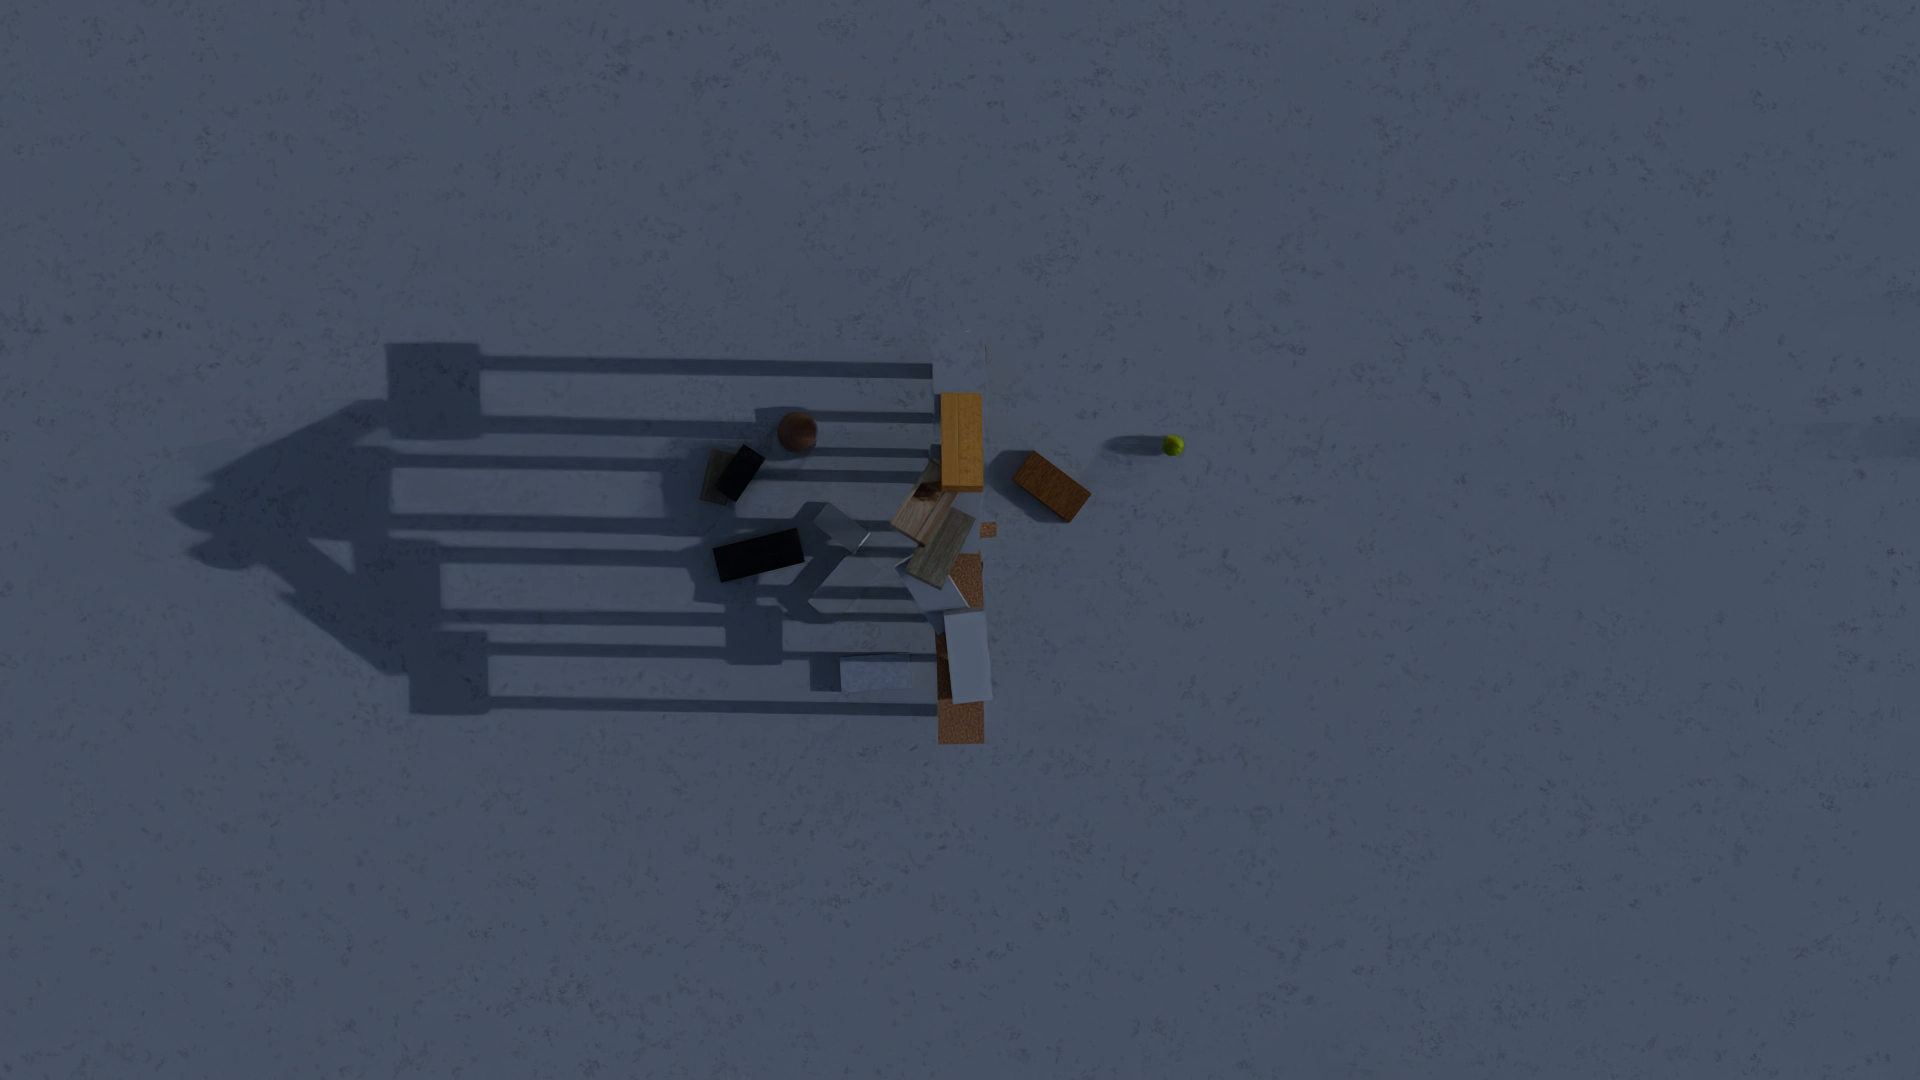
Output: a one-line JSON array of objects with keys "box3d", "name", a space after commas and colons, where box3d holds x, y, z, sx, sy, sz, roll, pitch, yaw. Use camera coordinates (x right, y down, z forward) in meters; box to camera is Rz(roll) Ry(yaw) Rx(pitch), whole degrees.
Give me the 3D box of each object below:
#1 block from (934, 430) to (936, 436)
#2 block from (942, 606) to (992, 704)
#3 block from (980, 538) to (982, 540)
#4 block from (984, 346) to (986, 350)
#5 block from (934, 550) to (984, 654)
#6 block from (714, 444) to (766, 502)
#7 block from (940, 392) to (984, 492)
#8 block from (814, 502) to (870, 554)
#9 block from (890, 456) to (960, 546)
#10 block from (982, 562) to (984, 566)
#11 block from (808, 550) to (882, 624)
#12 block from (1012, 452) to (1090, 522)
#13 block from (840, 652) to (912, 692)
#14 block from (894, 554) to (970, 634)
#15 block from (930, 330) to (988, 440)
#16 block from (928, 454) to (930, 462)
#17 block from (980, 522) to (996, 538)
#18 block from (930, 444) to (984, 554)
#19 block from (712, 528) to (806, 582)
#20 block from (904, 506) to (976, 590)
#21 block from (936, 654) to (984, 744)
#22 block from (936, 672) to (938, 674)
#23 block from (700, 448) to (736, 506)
[{"box3d": [0.000, -0.356, 5.144, 0.160, 0.320, 0.045, -3, 88, 0], "name": "block"}, {"box3d": [0.024, 0.342, 4.885, 0.120, 0.034, 0.292, -7, 112, -3], "name": "block"}, {"box3d": [0.000, -0.123, 5.232, 0.125, 0.035, 0.250, -3, 90, 0], "name": "block"}, {"box3d": [0.001, -0.562, 5.243, 0.160, 0.515, 0.045, -2, 90, 0], "name": "block"}, {"box3d": [-0.005, 0.184, 4.926, 0.151, 0.043, 0.302, -4, 90, 0], "name": "block"}, {"box3d": [-0.731, -0.223, 5.469, 0.087, 0.025, 0.175, 35, 84, -14], "name": "block"}, {"box3d": [0.005, -0.288, 4.838, 0.120, 0.034, 0.327, 1, 59, -3], "name": "block"}, {"box3d": [-0.393, -0.040, 5.469, 0.175, 0.025, 0.087, 38, 89, 12], "name": "block"}, {"box3d": [-0.091, -0.111, 4.799, 0.120, 0.034, 0.240, 31, 73, 3], "name": "block"}, {"box3d": [-0.007, 0.080, 5.099, 0.151, 0.302, 0.043, 6, 90, 0], "name": "block"}, {"box3d": [-0.383, 0.151, 5.483, 0.120, 0.034, 0.240, 41, 90, 0], "name": "block"}, {"box3d": [0.305, -0.177, 5.483, 0.240, 0.034, 0.120, 37, 90, 0], "name": "block"}, {"box3d": [-0.279, 0.439, 5.483, 0.235, 0.033, 0.117, -3, 90, 0], "name": "block"}, {"box3d": [-0.077, 0.146, 4.860, 0.120, 0.034, 0.240, -31, 100, 7], "name": "block"}, {"box3d": [-0.001, -0.464, 4.962, 0.160, 0.045, 0.319, -2, 90, 0], "name": "block"}, {"box3d": [-0.014, -0.232, 5.056, 0.158, 0.316, 0.045, 0, 90, 0], "name": "block"}, {"box3d": [0.029, -0.027, 5.056, 0.158, 0.316, 0.045, -3, 90, 0], "name": "block"}, {"box3d": [-0.016, -0.121, 4.876, 0.158, 0.045, 0.316, 3, 90, 0], "name": "block"}, {"box3d": [-0.668, 0.051, 5.483, 0.286, 0.033, 0.117, -14, 90, 0], "name": "block"}, {"box3d": [-0.057, 0.016, 4.803, 0.117, 0.033, 0.235, 26, 73, 0], "name": "block"}, {"box3d": [0.002, 0.475, 4.976, 0.139, 0.039, 0.278, -1, 90, 0], "name": "block"}, {"box3d": [0.000, 0.390, 5.135, 0.139, 0.278, 0.039, 2, 90, 0], "name": "block"}, {"box3d": [-0.803, -0.209, 5.488, 0.087, 0.025, 0.175, 13, 90, 0], "name": "block"}]
